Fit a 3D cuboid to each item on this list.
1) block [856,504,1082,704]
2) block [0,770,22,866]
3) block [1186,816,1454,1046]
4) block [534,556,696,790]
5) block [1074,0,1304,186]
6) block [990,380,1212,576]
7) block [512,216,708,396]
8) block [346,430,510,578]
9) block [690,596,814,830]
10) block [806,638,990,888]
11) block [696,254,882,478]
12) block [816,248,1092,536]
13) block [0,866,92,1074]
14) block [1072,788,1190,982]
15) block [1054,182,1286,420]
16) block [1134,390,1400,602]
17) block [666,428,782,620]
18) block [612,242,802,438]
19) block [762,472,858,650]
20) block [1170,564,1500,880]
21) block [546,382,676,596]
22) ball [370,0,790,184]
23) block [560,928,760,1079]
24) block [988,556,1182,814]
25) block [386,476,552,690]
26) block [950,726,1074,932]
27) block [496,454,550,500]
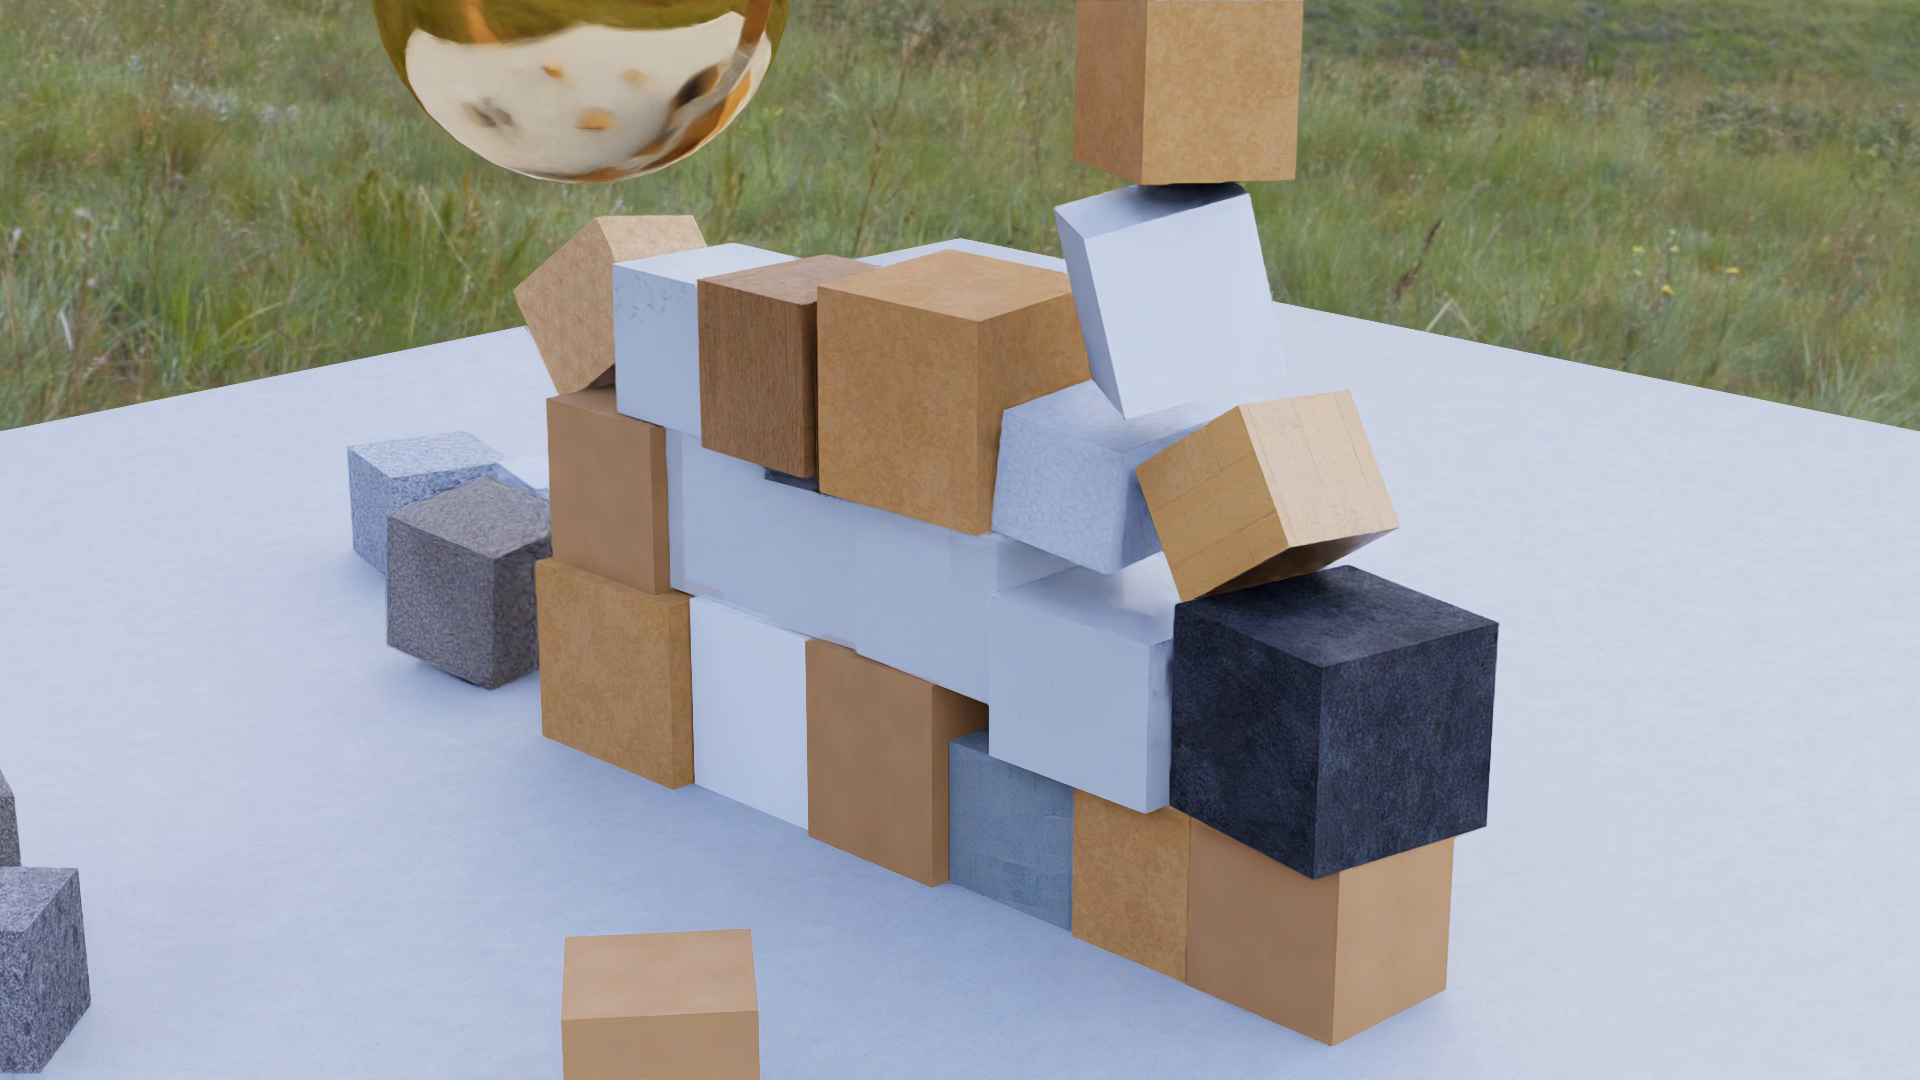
[{"bbox_3d":[0.129,0.180,13.244,0.802,0.755,0.884,-16,25,-42],"label":"block"},{"bbox_3d":[-4.546,1.379,12.841,0.728,0.670,0.658,-9,19,-26],"label":"block"},{"bbox_3d":[1.500,1.506,12.230,0.754,0.790,0.787,-16,24,-42],"label":"block"},{"bbox_3d":[-1.418,0.559,14.991,1.045,0.945,1.036,16,24,42],"label":"block"},{"bbox_3d":[0.912,-1.902,11.848,0.664,0.811,0.739,-4,16,-19],"label":"block"},{"bbox_3d":[0.611,-0.285,12.659,0.627,0.549,0.673,22,28,33],"label":"block"},{"bbox_3d":[-1.707,-1.185,15.108,0.729,0.683,0.701,-35,-16,36],"label":"block"},{"bbox_3d":[-3.219,-0.203,17.869,0.760,0.673,0.808,-10,20,-28],"label":"block"},{"bbox_3d":[-0.716,0.750,14.350,0.868,0.965,0.819,17,24,42],"label":"block"},{"bbox_3d":[-0.105,0.930,13.755,0.897,0.978,0.837,-17,24,-42],"label":"block"},{"bbox_3d":[-0.670,-0.821,13.615,0.799,0.802,0.727,-16,24,-42],"label":"block"},{"bbox_3d":[0.007,-0.681,13.078,0.913,0.955,0.899,16,25,37],"label":"block"},{"bbox_3d":[-3.929,1.725,11.830,0.599,0.615,0.616,1,17,3],"label":"block"},{"bbox_3d":[0.988,1.360,12.748,0.752,0.760,0.653,-17,24,-42],"label":"block"},{"bbox_3d":[0.862,-1.034,12.110,0.693,0.778,0.627,-16,20,-5],"label":"block"},{"bbox_3d":[1.258,-0.175,12.045,0.647,0.609,0.683,-9,-15,-39],"label":"block"},{"bbox_3d":[-0.918,-0.165,14.261,0.717,0.835,0.702,17,24,42],"label":"block"},{"bbox_3d":[-1.134,-0.968,14.191,0.754,0.737,0.772,-16,23,-42],"label":"block"},{"bbox_3d":[-0.429,0.035,13.795,0.726,0.706,0.666,-17,22,-42],"label":"block"},{"bbox_3d":[1.513,0.716,11.953,0.934,0.883,0.904,-12,21,-33],"label":"block"},{"bbox_3d":[-1.477,-0.308,14.764,0.811,0.845,0.855,17,24,42],"label":"block"},{"bbox_3d":[-1.439,-2.159,11.155,1.600,1.600,1.600,0,17,0],"label":"ball"},{"bbox_3d":[-1.133,1.933,11.134,0.718,0.636,0.709,-2,18,-6],"label":"block"},{"bbox_3d":[0.774,0.592,12.692,0.909,0.739,0.923,-16,24,-42],"label":"block"},{"bbox_3d":[-2.587,0.225,16.076,0.773,0.784,0.762,20,29,29],"label":"block"},{"bbox_3d":[0.461,1.244,13.237,0.661,0.689,0.781,-17,24,-42],"label":"block"},{"bbox_3d":[-2.256,-0.050,17.199,0.709,0.783,0.651,-9,20,-27],"label":"block"}]
